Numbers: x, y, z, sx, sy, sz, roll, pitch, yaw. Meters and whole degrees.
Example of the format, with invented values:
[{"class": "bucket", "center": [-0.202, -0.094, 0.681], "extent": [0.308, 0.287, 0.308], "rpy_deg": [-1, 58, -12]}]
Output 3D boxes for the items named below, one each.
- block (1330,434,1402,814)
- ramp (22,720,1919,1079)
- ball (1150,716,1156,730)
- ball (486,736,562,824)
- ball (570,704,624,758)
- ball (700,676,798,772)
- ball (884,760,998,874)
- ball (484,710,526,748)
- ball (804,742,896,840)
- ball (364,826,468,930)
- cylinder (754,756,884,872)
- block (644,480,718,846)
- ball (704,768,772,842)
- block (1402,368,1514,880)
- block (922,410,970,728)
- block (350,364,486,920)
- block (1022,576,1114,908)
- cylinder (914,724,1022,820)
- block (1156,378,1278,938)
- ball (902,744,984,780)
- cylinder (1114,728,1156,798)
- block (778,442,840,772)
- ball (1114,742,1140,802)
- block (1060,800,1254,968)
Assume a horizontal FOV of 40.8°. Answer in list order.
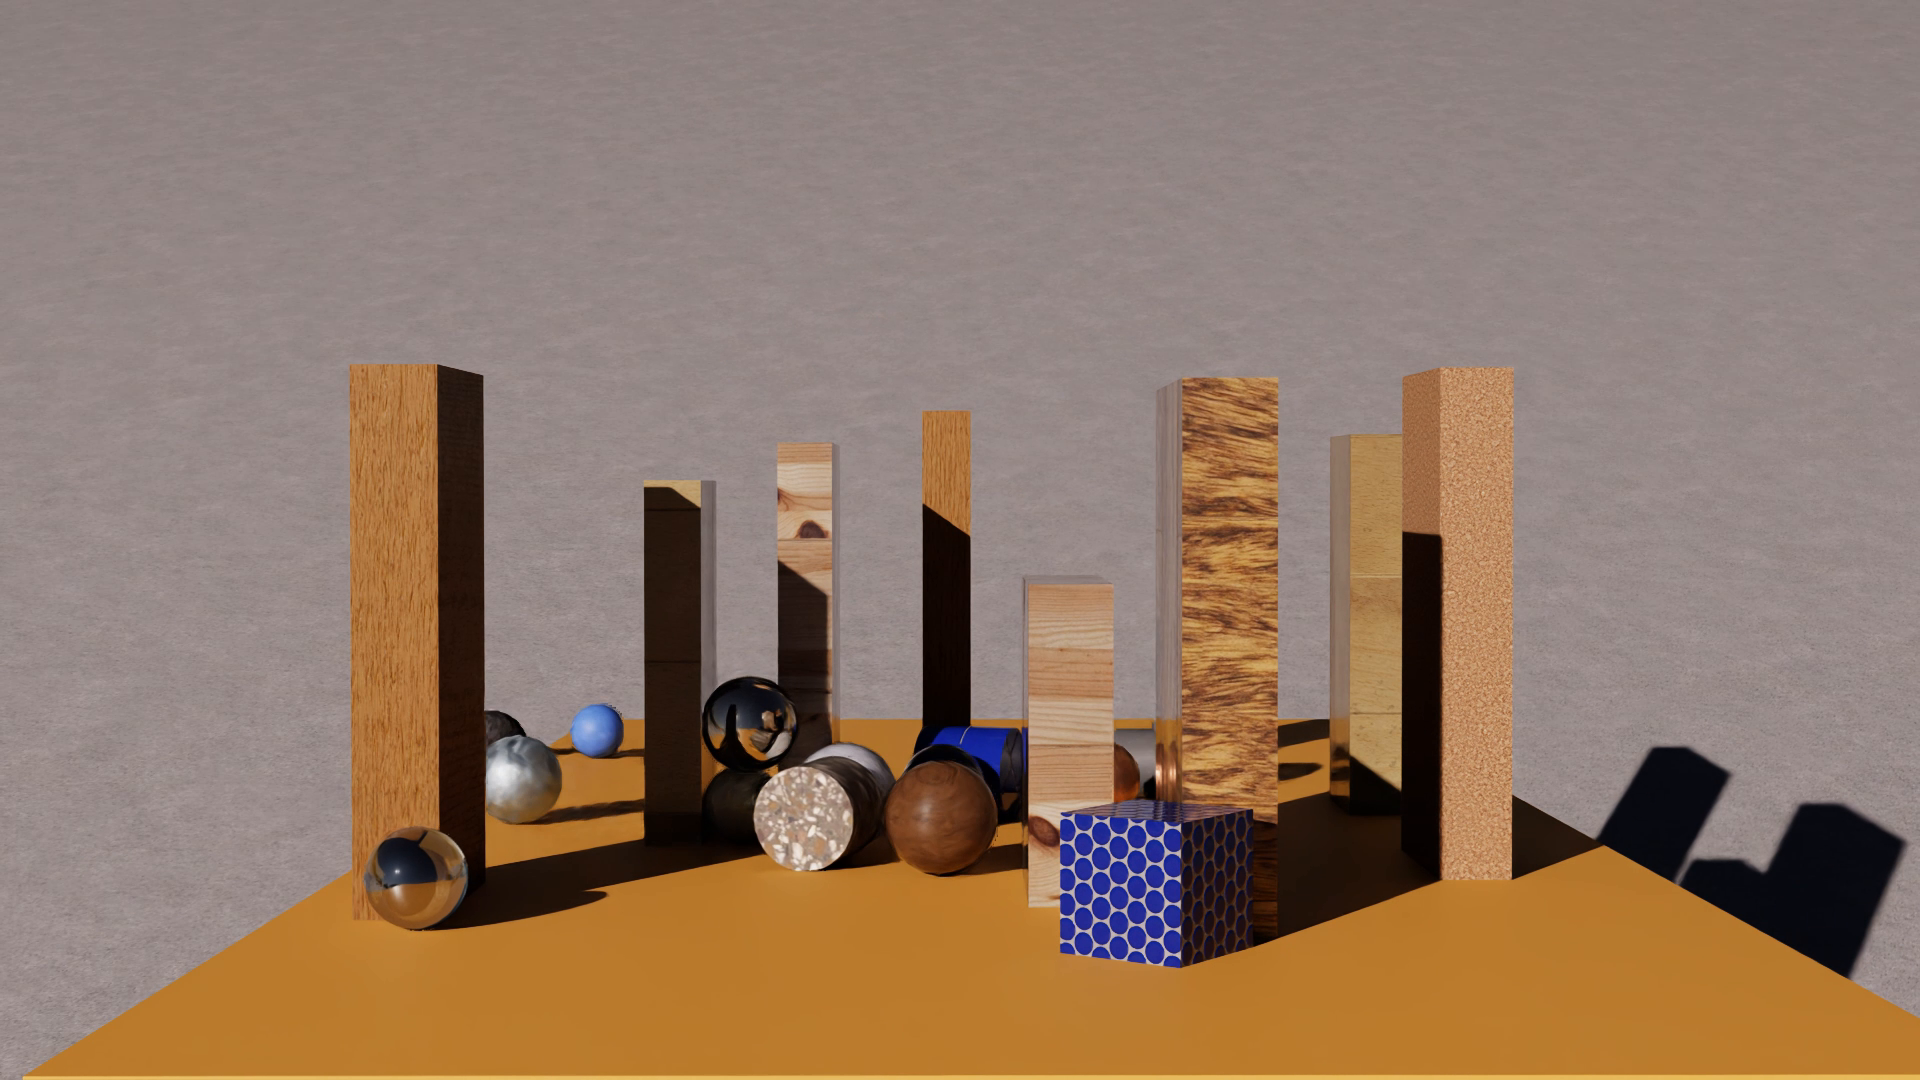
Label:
[{"class": "block", "center": [0.747, 0.150, 4.764], "extent": [0.093, 0.685, 0.252], "rpy_deg": [0, 1, 0]}, {"class": "ramp", "center": [0.061, 0.546, 4.583], "extent": [2.000, 0.100, 4.000], "rpy_deg": [0, 1, 0]}, {"class": "ball", "center": [0.470, 0.391, 5.080], "extent": [0.191, 0.191, 0.191], "rpy_deg": [0, 27, 0]}, {"class": "ball", "center": [-0.776, 0.420, 4.527], "extent": [0.155, 0.155, 0.155], "rpy_deg": [0, 27, 0]}, {"class": "ball", "center": [-0.791, 0.418, 5.636], "extent": [0.117, 0.117, 0.117], "rpy_deg": [0, 27, 0]}, {"class": "ball", "center": [-0.345, 0.301, 4.229], "extent": [0.159, 0.159, 0.159], "rpy_deg": [0, 27, 0]}, {"class": "ball", "center": [-0.029, 0.422, 3.934], "extent": [0.173, 0.173, 0.173], "rpy_deg": [0, 27, 0]}, {"class": "ball", "center": [-1.020, 0.449, 5.607], "extent": [0.158, 0.158, 0.158], "rpy_deg": [0, 27, 0]}, {"class": "ball", "center": [-0.188, 0.417, 4.212], "extent": [0.173, 0.173, 0.173], "rpy_deg": [0, 27, 0]}, {"class": "ball", "center": [-0.725, 0.451, 3.444], "extent": [0.137, 0.137, 0.137], "rpy_deg": [0, 27, 0]}, {"class": "cylinder", "center": [-0.220, 0.427, 4.044], "extent": [0.162, 0.162, 0.162], "rpy_deg": [8, 3, 15]}, {"class": "block", "center": [-0.471, 0.200, 4.370], "extent": [0.093, 0.601, 0.277], "rpy_deg": [0, 1, 0]}, {"class": "ball", "center": [-0.360, 0.437, 4.275], "extent": [0.129, 0.129, 0.129], "rpy_deg": [0, 27, 0]}, {"class": "block", "center": [0.773, 0.123, 4.029], "extent": [0.109, 0.768, 0.328], "rpy_deg": [0, 1, 0]}, {"class": "block", "center": [-0.025, 0.126, 4.855], "extent": [0.088, 0.729, 0.294], "rpy_deg": [0, 1, 0]}, {"class": "block", "center": [-0.768, 0.136, 3.678], "extent": [0.119, 0.756, 0.343], "rpy_deg": [0, 1, 0]}, {"class": "block", "center": [0.155, 0.285, 3.811], "extent": [0.119, 0.453, 0.388], "rpy_deg": [0, 1, 0]}, {"class": "cylinder", "center": [0.017, 0.414, 4.611], "extent": [0.163, 0.163, 0.163], "rpy_deg": [0, 26, 18]}, {"class": "block", "center": [0.352, 0.150, 3.588], "extent": [0.125, 0.731, 0.447], "rpy_deg": [0, 1, 0]}, {"class": "ball", "center": [-0.030, 0.426, 4.464], "extent": [0.147, 0.147, 0.147], "rpy_deg": [0, 27, 0]}, {"class": "cylinder", "center": [0.362, 0.424, 4.895], "extent": [0.130, 0.130, 0.130], "rpy_deg": [0, 24, 29]}, {"class": "block", "center": [-0.258, 0.167, 4.440], "extent": [0.091, 0.664, 0.280], "rpy_deg": [0, 1, 0]}, {"class": "ball", "center": [0.252, 0.427, 4.604], "extent": [0.138, 0.138, 0.138], "rpy_deg": [0, 27, 0]}, {"class": "block", "center": [0.251, 0.433, 3.283], "extent": [0.178, 0.178, 0.178], "rpy_deg": [1, 1, 36]}]
